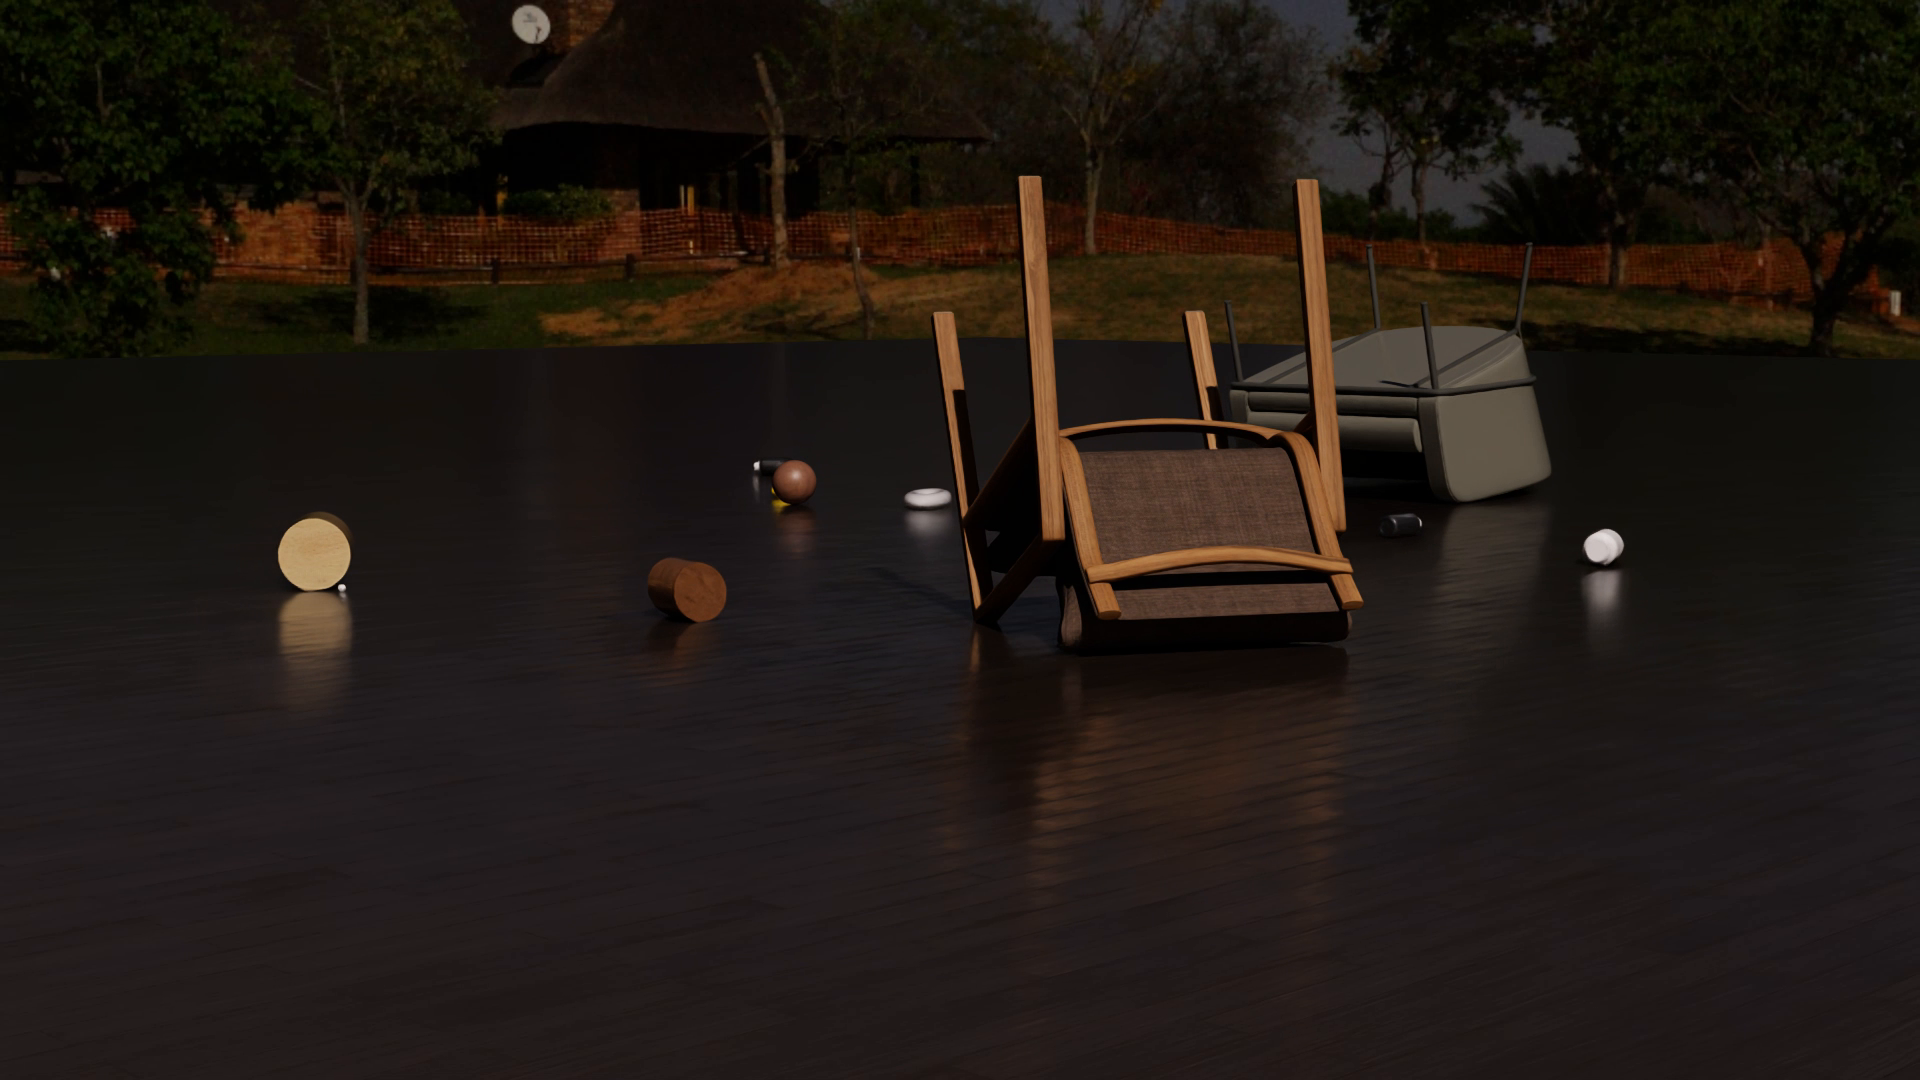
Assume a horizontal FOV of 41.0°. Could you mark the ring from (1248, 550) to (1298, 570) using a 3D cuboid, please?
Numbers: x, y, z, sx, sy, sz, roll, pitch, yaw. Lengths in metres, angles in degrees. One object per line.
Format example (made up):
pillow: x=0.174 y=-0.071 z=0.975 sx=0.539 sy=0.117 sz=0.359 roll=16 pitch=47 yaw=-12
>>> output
ring: x=0.705 y=0.046 z=5.781 sx=0.110 sy=0.038 sz=0.113 roll=-1 pitch=7 yaw=2

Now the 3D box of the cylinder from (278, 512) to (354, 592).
cylinder: x=-1.367 y=0.023 z=5.450 sx=0.147 sy=0.153 sz=0.170 roll=4 pitch=5 yaw=-11

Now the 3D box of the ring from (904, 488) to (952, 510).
ring: x=-0.092 y=-0.115 z=7.306 sx=0.133 sy=0.047 sz=0.309 roll=0 pitch=5 yaw=8

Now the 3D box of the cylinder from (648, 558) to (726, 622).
cylinder: x=-0.526 y=0.095 z=4.935 sx=0.108 sy=0.119 sz=0.113 roll=-47 pitch=27 yaw=-20
